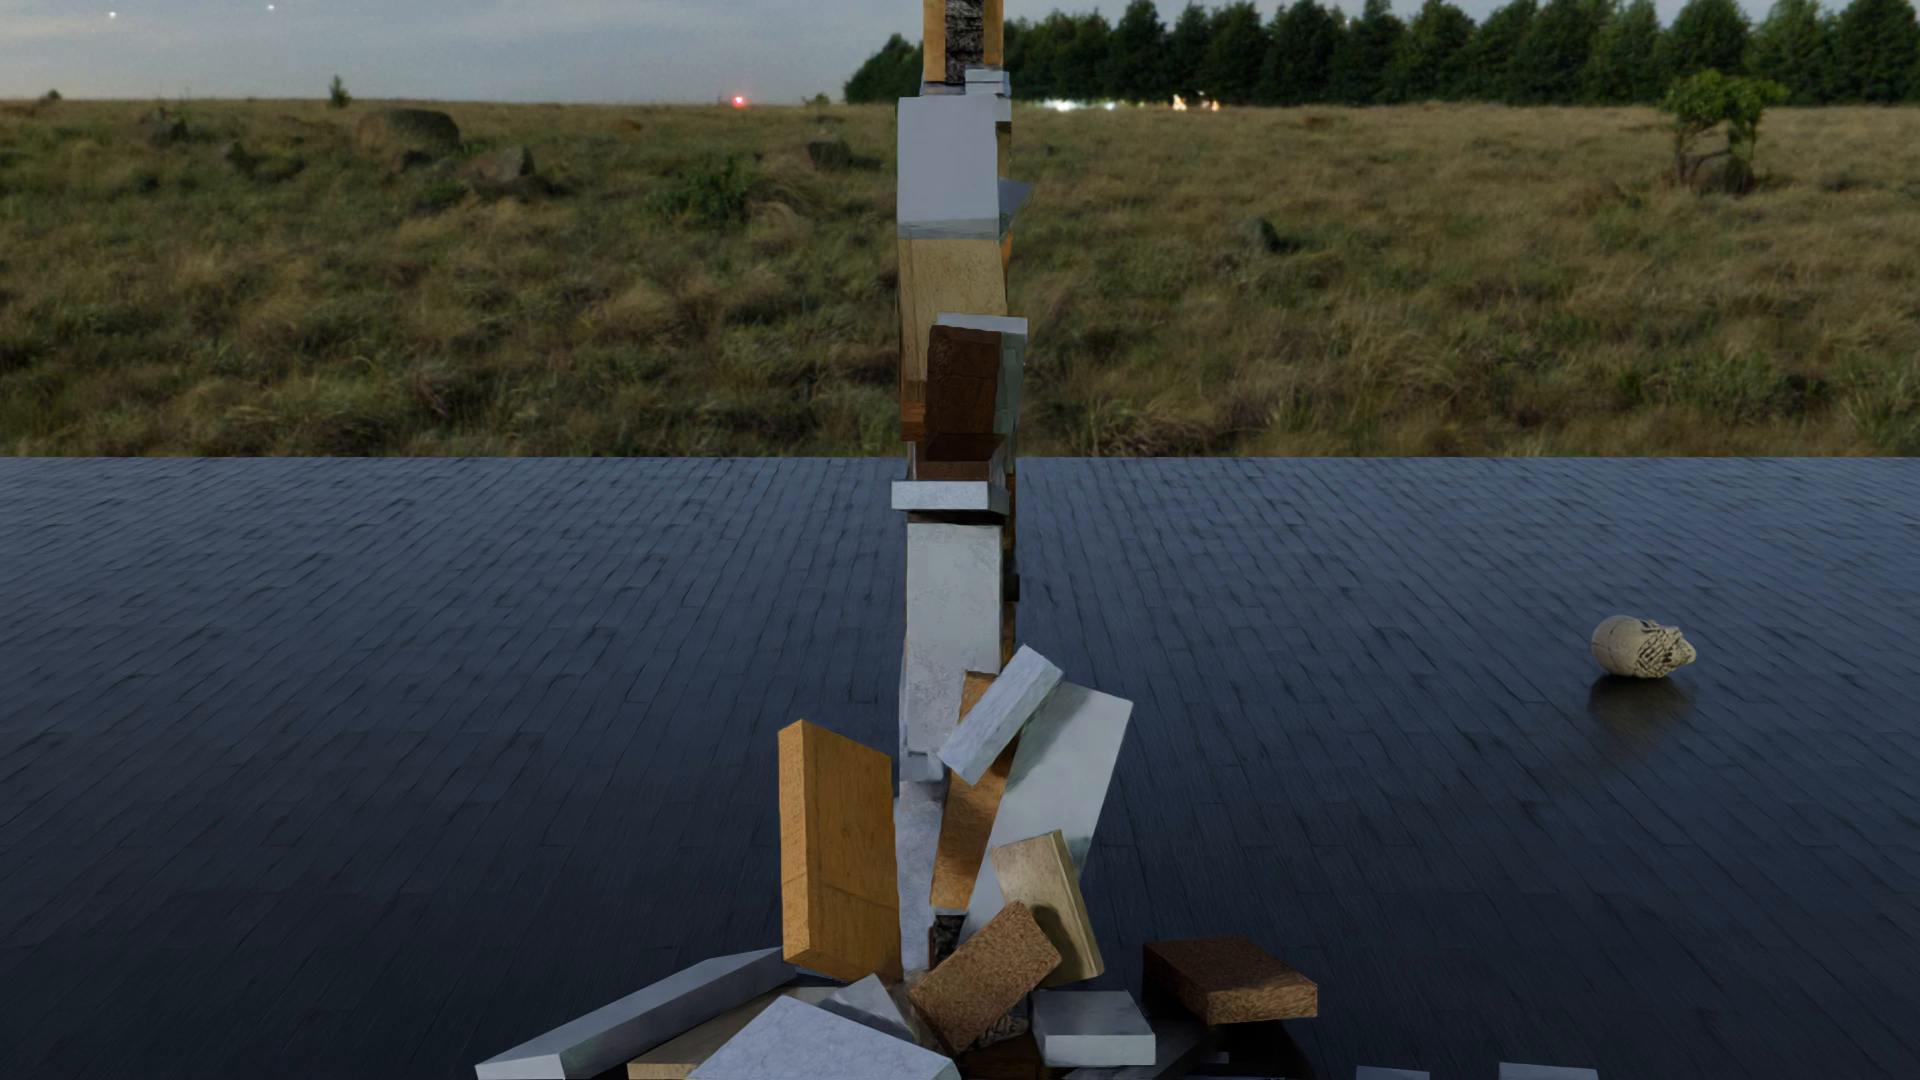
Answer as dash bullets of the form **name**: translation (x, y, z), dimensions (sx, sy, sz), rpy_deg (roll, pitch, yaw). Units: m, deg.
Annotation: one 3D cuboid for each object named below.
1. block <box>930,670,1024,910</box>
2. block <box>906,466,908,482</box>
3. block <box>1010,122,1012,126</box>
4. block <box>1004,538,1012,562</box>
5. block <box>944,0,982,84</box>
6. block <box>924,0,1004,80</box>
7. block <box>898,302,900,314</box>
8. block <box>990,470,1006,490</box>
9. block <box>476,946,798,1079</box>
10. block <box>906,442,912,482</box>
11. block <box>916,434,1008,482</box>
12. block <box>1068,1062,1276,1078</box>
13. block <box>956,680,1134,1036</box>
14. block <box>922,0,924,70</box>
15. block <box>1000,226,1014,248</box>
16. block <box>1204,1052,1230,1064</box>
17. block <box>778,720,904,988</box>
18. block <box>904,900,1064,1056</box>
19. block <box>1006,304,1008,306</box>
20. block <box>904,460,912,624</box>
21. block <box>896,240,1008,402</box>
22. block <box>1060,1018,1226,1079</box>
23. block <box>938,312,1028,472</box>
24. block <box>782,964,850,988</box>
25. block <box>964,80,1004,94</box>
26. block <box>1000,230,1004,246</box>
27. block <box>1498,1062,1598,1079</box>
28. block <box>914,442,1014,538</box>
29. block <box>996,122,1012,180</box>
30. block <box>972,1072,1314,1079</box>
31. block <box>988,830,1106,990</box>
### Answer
- **block**: translation (0.062, 0.360, 3.089), dimensions (0.158, 0.332, 0.045), rpy_deg (9, 9, -4)
- **block**: translation (-0.020, -0.320, 4.457), dimensions (0.160, 0.488, 0.045), rpy_deg (0, -30, 3)
- **block**: translation (0.014, -0.737, 4.467), dimensions (0.171, 0.342, 0.048), rpy_deg (0, 45, -1)
- **block**: translation (0.004, -0.107, 3.902), dimensions (0.157, 0.314, 0.044), rpy_deg (-1, -30, -2)
- **block**: translation (0.007, -0.959, 4.167), dimensions (0.072, 0.186, 0.020), rpy_deg (0, 9, -1)
- **block**: translation (0.007, -1.032, 4.190), dimensions (0.153, 0.305, 0.043), rpy_deg (0, 12, 0)
- **block**: translation (-0.020, -0.519, 3.721), dimensions (0.168, 0.048, 0.336), rpy_deg (2, 52, -3)
- **block**: translation (0.009, -0.091, 3.334), dimensions (0.103, 0.029, 0.207), rpy_deg (1, -1, 6)
- **block**: translation (-0.436, 0.659, 3.025), dimensions (0.165, 0.047, 0.461), rpy_deg (-17, -1, 36)
- **block**: translation (-0.010, -0.190, 4.005), dimensions (0.178, 0.356, 0.050), rpy_deg (-3, -30, -4)
- **block**: translation (0.005, -0.120, 3.213), dimensions (0.103, 0.029, 0.207), rpy_deg (0, 14, 9)
- **block**: translation (0.247, 0.716, 2.840), dimensions (0.323, 0.027, 0.094), rpy_deg (1, 28, 3)
- **block**: translation (0.104, 0.426, 2.979), dimensions (0.133, 0.470, 0.038), rpy_deg (17, -6, 7)
- **block**: translation (0.001, -0.985, 4.476), dimensions (0.153, 0.643, 0.043), rpy_deg (0, 26, -2)
- **block**: translation (0.018, -0.540, 3.909), dimensions (0.109, 0.031, 0.219), rpy_deg (19, 36, 7)
- **block**: translation (0.265, 0.712, 2.936), dimensions (0.189, 0.027, 0.094), rpy_deg (1, 11, 4)
- **block**: translation (-0.159, 0.414, 2.902), dimensions (0.047, 0.330, 0.165), rpy_deg (-31, -42, 33)
- **block**: translation (0.032, 0.560, 2.817), dimensions (0.194, 0.097, 0.028), rpy_deg (-36, 2, -29)
- **block**: translation (0.002, -0.356, 4.165), dimensions (0.178, 0.451, 0.050), rpy_deg (0, -31, -2)
- **block**: translation (-0.011, -0.001, 3.704), dimensions (0.157, 0.044, 0.396), rpy_deg (2, 38, -1)
- **block**: translation (-0.010, -0.353, 3.515), dimensions (0.168, 0.048, 0.336), rpy_deg (0, 48, -5)
- **block**: translation (0.235, 0.660, 2.779), dimensions (0.102, 0.029, 0.595), rpy_deg (-1, -5, 16)
- **block**: translation (0.026, -0.220, 3.328), dimensions (0.133, 0.265, 0.038), rpy_deg (4, 41, -1)
- **block**: translation (-0.213, 0.647, 3.295), dimensions (0.169, 0.024, 0.085), rpy_deg (5, 12, 24)
- **block**: translation (0.045, -0.849, 4.100), dimensions (0.072, 0.020, 0.143), rpy_deg (0, 17, 0)
- **block**: translation (0.000, -0.477, 3.770), dimensions (0.109, 0.031, 0.219), rpy_deg (14, 44, 5)
- **block**: translation (0.754, 0.735, 2.792), dimensions (0.124, 0.035, 0.248), rpy_deg (2, 11, 10)
- **block**: translation (0.002, -0.113, 3.661), dimensions (0.151, 0.043, 0.349), rpy_deg (-2, 33, -2)
- **block**: translation (0.008, -0.667, 4.260), dimensions (0.171, 0.342, 0.048), rpy_deg (-1, 49, -2)
- **block**: translation (0.295, 0.685, 2.701), dimensions (0.574, 0.033, 0.117), rpy_deg (-2, -5, 15)
- **block**: translation (0.115, 0.490, 2.908), dimensions (0.097, 0.194, 0.028), rpy_deg (-20, -4, 26)
